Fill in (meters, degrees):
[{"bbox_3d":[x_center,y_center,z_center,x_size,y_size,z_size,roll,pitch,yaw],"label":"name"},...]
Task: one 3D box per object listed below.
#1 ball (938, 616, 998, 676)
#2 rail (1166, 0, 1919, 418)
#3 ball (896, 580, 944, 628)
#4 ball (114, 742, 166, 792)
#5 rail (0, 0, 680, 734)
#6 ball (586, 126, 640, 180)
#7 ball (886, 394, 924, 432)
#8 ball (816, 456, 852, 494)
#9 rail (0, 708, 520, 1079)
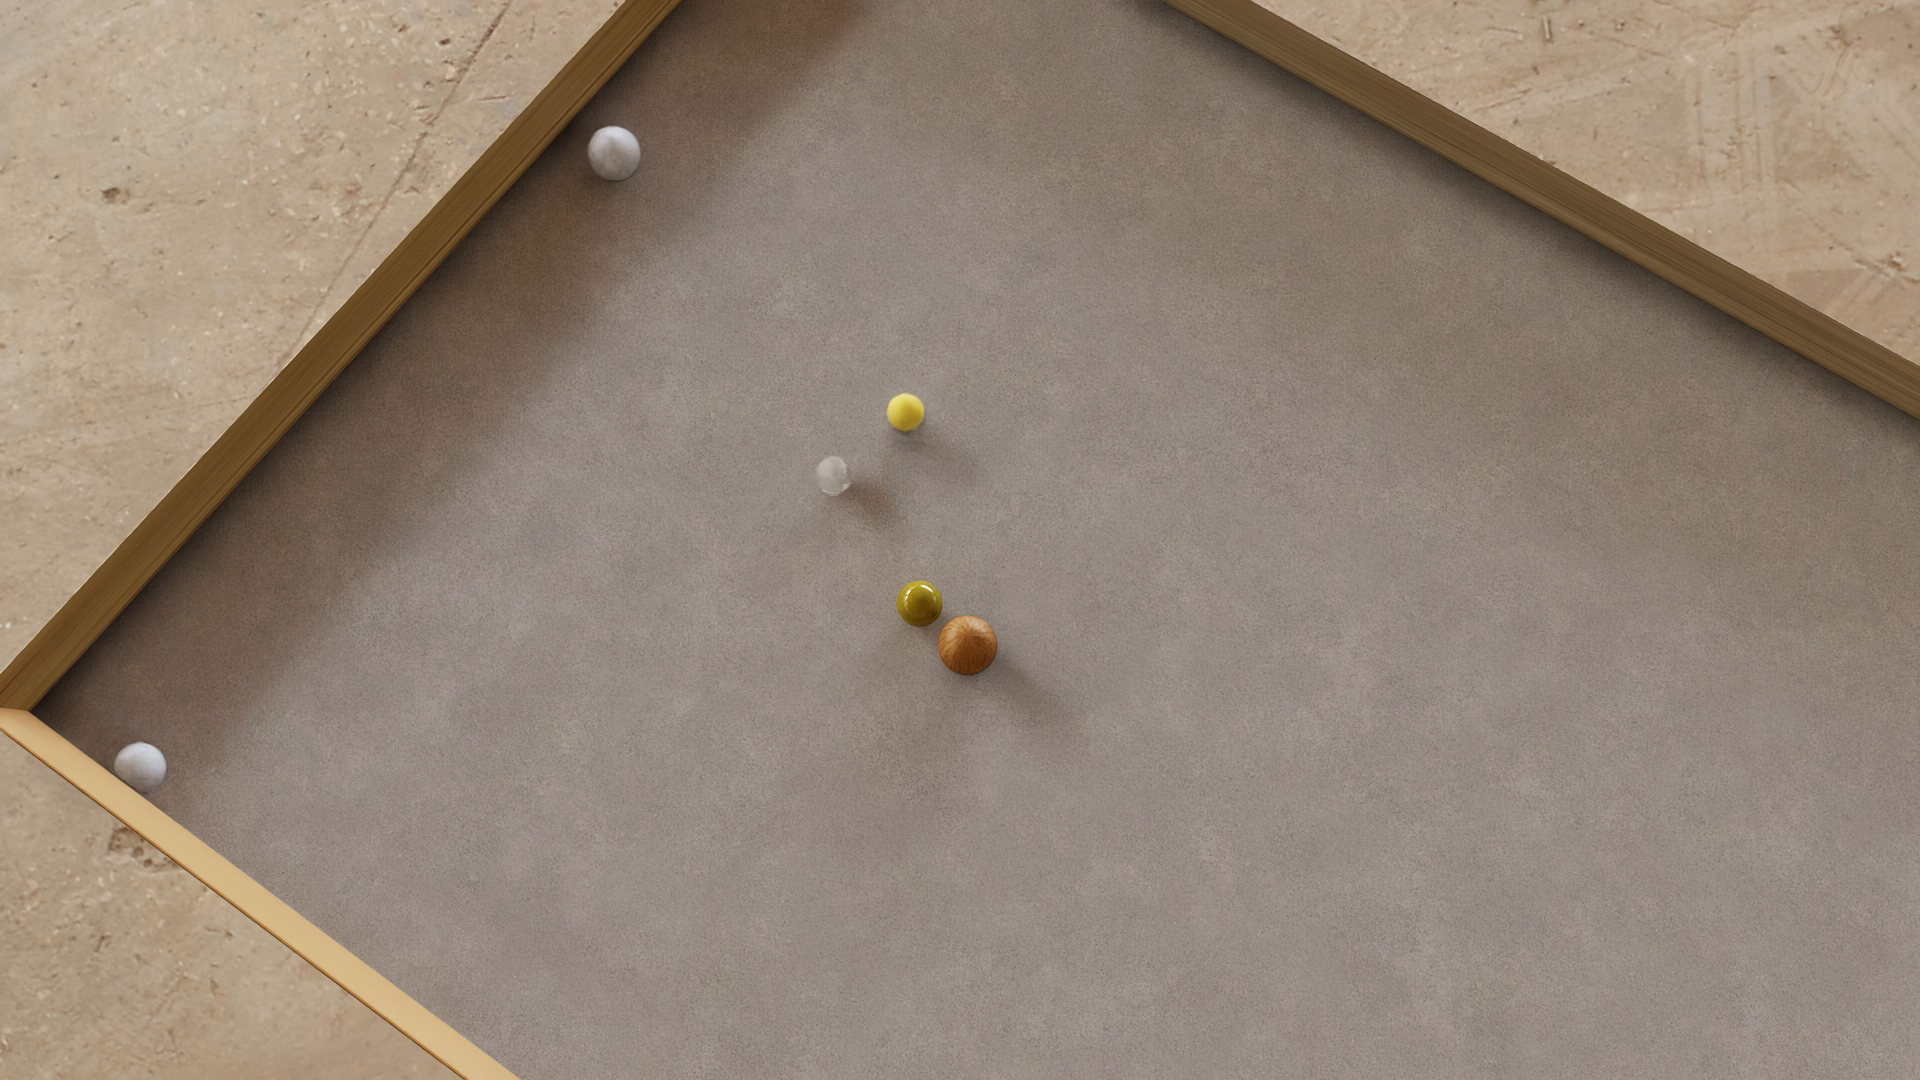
[{"bbox_3d":[0.012,0.165,3.450,0.094,0.094,0.094,0,66,0],"label":"ball"},{"bbox_3d":[1.486,-0.277,3.629,4.214,0.122,0.045,32,70,13],"label":"rail"},{"bbox_3d":[-0.064,0.101,3.489,0.074,0.074,0.074,0,66,0],"label":"ball"},{"bbox_3d":[-1.260,0.350,3.378,0.077,0.077,0.077,0,66,0],"label":"ball"},{"bbox_3d":[-0.845,-0.548,3.749,0.045,0.122,2.225,32,70,13],"label":"rail"},{"bbox_3d":[-0.603,-0.672,3.821,0.093,0.093,0.093,0,66,0],"label":"ball"},{"bbox_3d":[-0.090,-0.210,3.634,0.061,0.061,0.061,0,66,0],"label":"ball"},{"bbox_3d":[-0.205,-0.106,3.588,0.060,0.060,0.060,0,66,0],"label":"ball"},{"bbox_3d":[0.243,1.358,2.906,4.214,0.122,0.045,32,70,13],"label":"rail"}]
